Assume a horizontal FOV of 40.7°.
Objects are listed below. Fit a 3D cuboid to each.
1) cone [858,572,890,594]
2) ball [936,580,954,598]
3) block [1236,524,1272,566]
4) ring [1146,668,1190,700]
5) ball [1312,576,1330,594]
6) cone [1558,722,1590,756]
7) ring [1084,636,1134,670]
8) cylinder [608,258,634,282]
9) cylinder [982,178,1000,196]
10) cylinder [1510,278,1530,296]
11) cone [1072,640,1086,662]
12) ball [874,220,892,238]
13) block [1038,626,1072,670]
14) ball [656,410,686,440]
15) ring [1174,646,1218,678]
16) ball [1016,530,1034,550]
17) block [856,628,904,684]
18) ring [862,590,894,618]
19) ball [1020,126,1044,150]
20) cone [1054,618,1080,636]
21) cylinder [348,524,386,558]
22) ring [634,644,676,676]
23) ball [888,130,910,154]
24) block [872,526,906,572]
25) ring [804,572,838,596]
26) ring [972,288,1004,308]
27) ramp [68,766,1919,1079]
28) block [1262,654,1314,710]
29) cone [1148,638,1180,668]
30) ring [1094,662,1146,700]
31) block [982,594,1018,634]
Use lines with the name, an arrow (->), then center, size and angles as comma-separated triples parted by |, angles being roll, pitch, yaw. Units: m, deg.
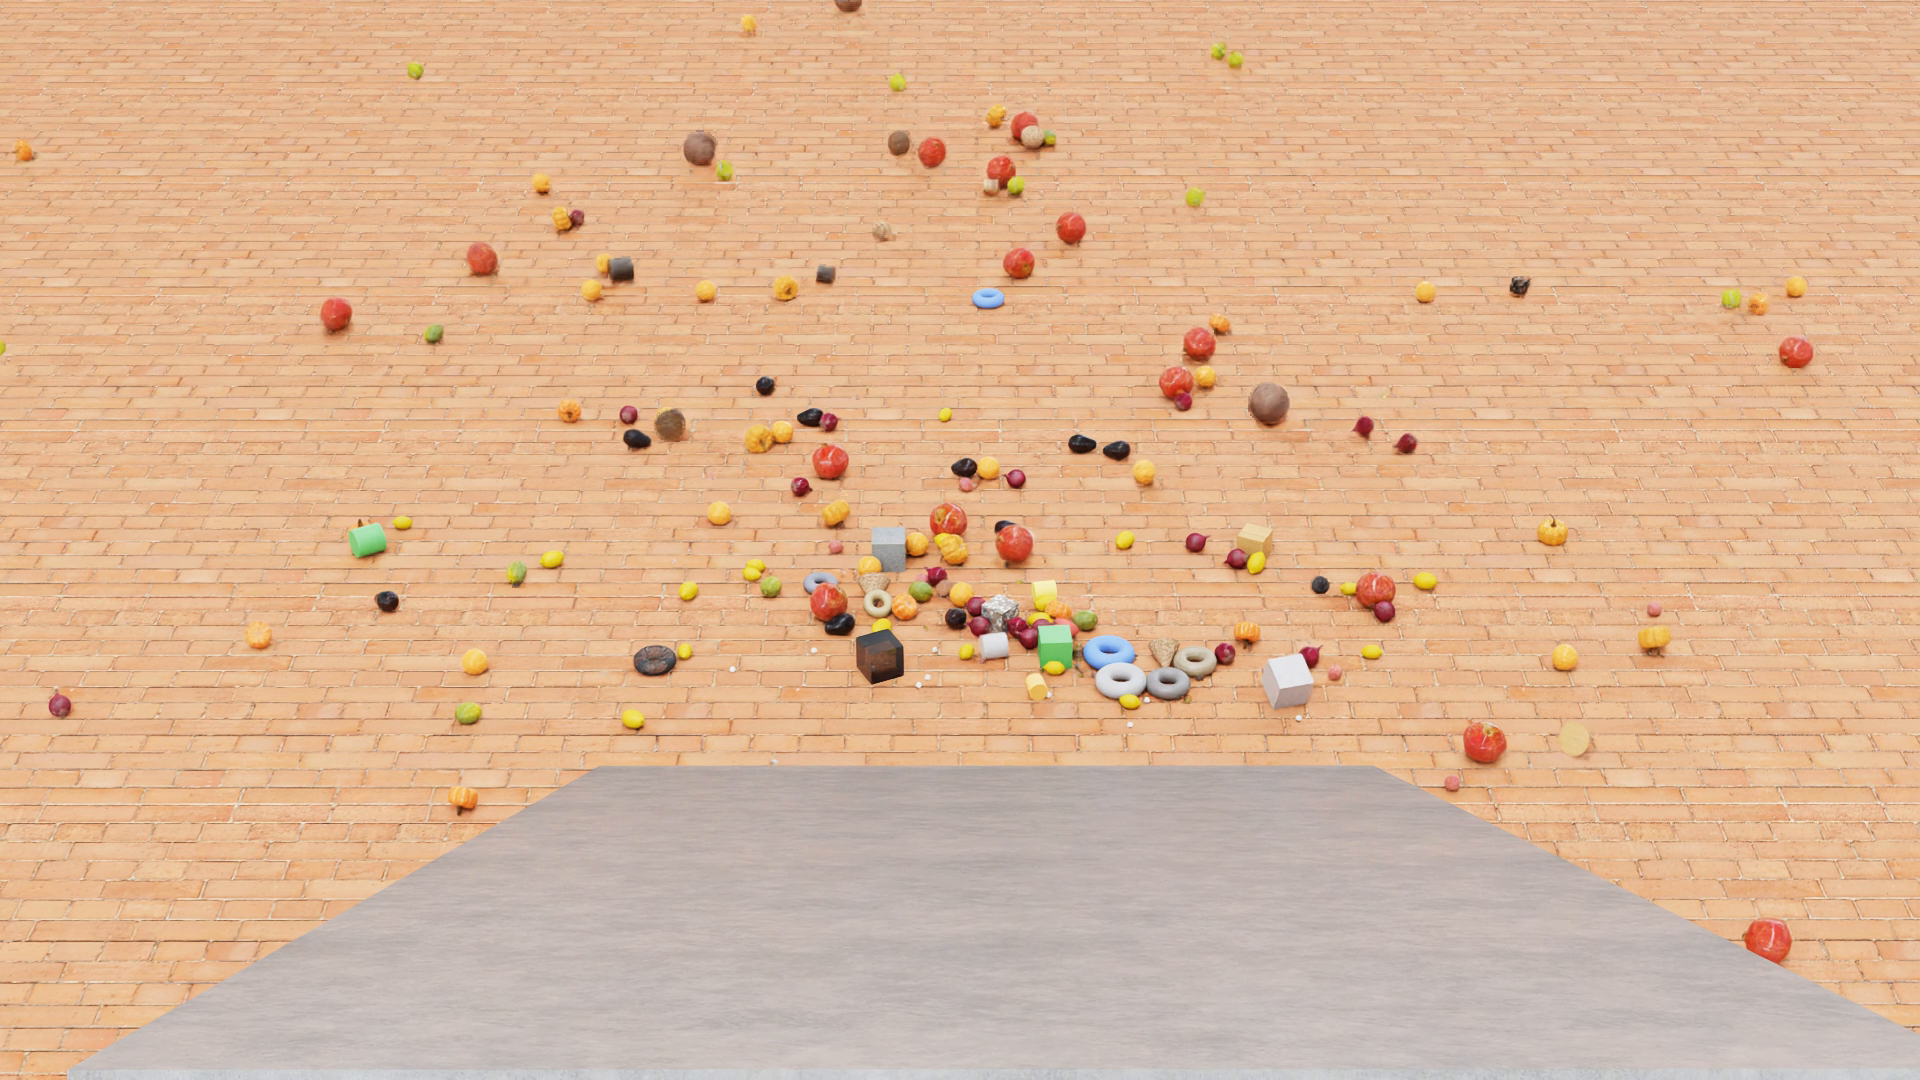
cone -> -0.250, 0.161, 7.512 | 0.097, 0.097, 0.097 | 0, 58, -1
ball -> -0.043, 0.143, 7.530 | 0.055, 0.055, 0.055 | 0, 31, 0
block -> 0.877, 0.013, 7.718 | 0.082, 0.082, 0.082 | 15, 34, 23
ring -> 0.572, 0.395, 7.130 | 0.126, 0.042, 0.126 | 0, 32, 0
ball -> 1.052, 0.132, 7.552 | 0.052, 0.052, 0.052 | 0, 31, 0
cone -> 1.659, 0.533, 6.902 | 0.091, 0.091, 0.091 | 8, 18, -46
ring -> 0.417, 0.317, 7.252 | 0.145, 0.048, 0.145 | 1, 31, -1
cylinder -> -1.225, -0.976, 9.350 | 0.077, 0.077, 0.077 | -9, 32, -20
cylinder -> 0.119, -1.367, 10.015 | 0.055, 0.055, 0.055 | 24, 35, 6
cylinder -> 2.001, -0.908, 9.261 | 0.054, 0.054, 0.054 | 16, 35, 24
cone -> 0.334, 0.303, 7.269 | 0.052, 0.052, 0.052 | 0, 31, 0
ball -> -0.290, -1.157, 9.657 | 0.069, 0.069, 0.069 | 0, 31, 0
block -> 0.266, 0.300, 7.242 | 0.087, 0.087, 0.087 | -2, 31, -3
ball -> -0.930, -0.371, 8.334 | 0.100, 0.100, 0.100 | 0, 31, 0
ring -> 0.655, 0.339, 7.222 | 0.123, 0.041, 0.123 | -1, 32, 1
ball -> 0.195, -0.002, 7.766 | 0.057, 0.057, 0.057 | 0, 31, 0
block -> -0.222, 0.324, 7.190 | 0.099, 0.099, 0.099 | -15, 34, -22
ring -> -0.235, 0.184, 7.463 | 0.090, 0.030, 0.090 | 4, 60, -7
ball -> 0.290, -1.616, 10.387 | 0.094, 0.094, 0.094 | 0, 31, 0
cone -> 0.287, 0.275, 7.333 | 0.077, 0.077, 0.077 | 16, 61, 24
cylinder -> -1.769, 0.001, 7.736 | 0.086, 0.086, 0.086 | -16, 35, -30
ring -> -0.852, 0.336, 7.228 | 0.122, 0.041, 0.122 | -1, 32, 0
ball -> -0.243, -1.585, 10.336 | 0.095, 0.095, 0.095 | 0, 31, 0
block -> -0.211, 0.029, 7.677 | 0.098, 0.098, 0.098 | 0, 31, -1
ring -> -0.408, 0.128, 7.576 | 0.103, 0.034, 0.103 | 1, 30, -1
ring -> 0.100, -0.857, 9.193 | 0.116, 0.039, 0.116 | -1, 30, 0
ramp -> 0.070, 0.617, 4.695 | 2.000, 0.100, 4.000 | 0, 0, 0
block -> 0.893, 0.386, 7.060 | 0.099, 0.099, 0.099 | -9, 53, -14
cone -> 0.572, 0.333, 7.233 | 0.088, 0.088, 0.088 | 0, 58, -1
ring -> 0.443, 0.388, 7.135 | 0.144, 0.048, 0.144 | -1, 32, 1
block -> 0.114, 0.214, 7.393 | 0.076, 0.076, 0.076 | 24, 39, 34
